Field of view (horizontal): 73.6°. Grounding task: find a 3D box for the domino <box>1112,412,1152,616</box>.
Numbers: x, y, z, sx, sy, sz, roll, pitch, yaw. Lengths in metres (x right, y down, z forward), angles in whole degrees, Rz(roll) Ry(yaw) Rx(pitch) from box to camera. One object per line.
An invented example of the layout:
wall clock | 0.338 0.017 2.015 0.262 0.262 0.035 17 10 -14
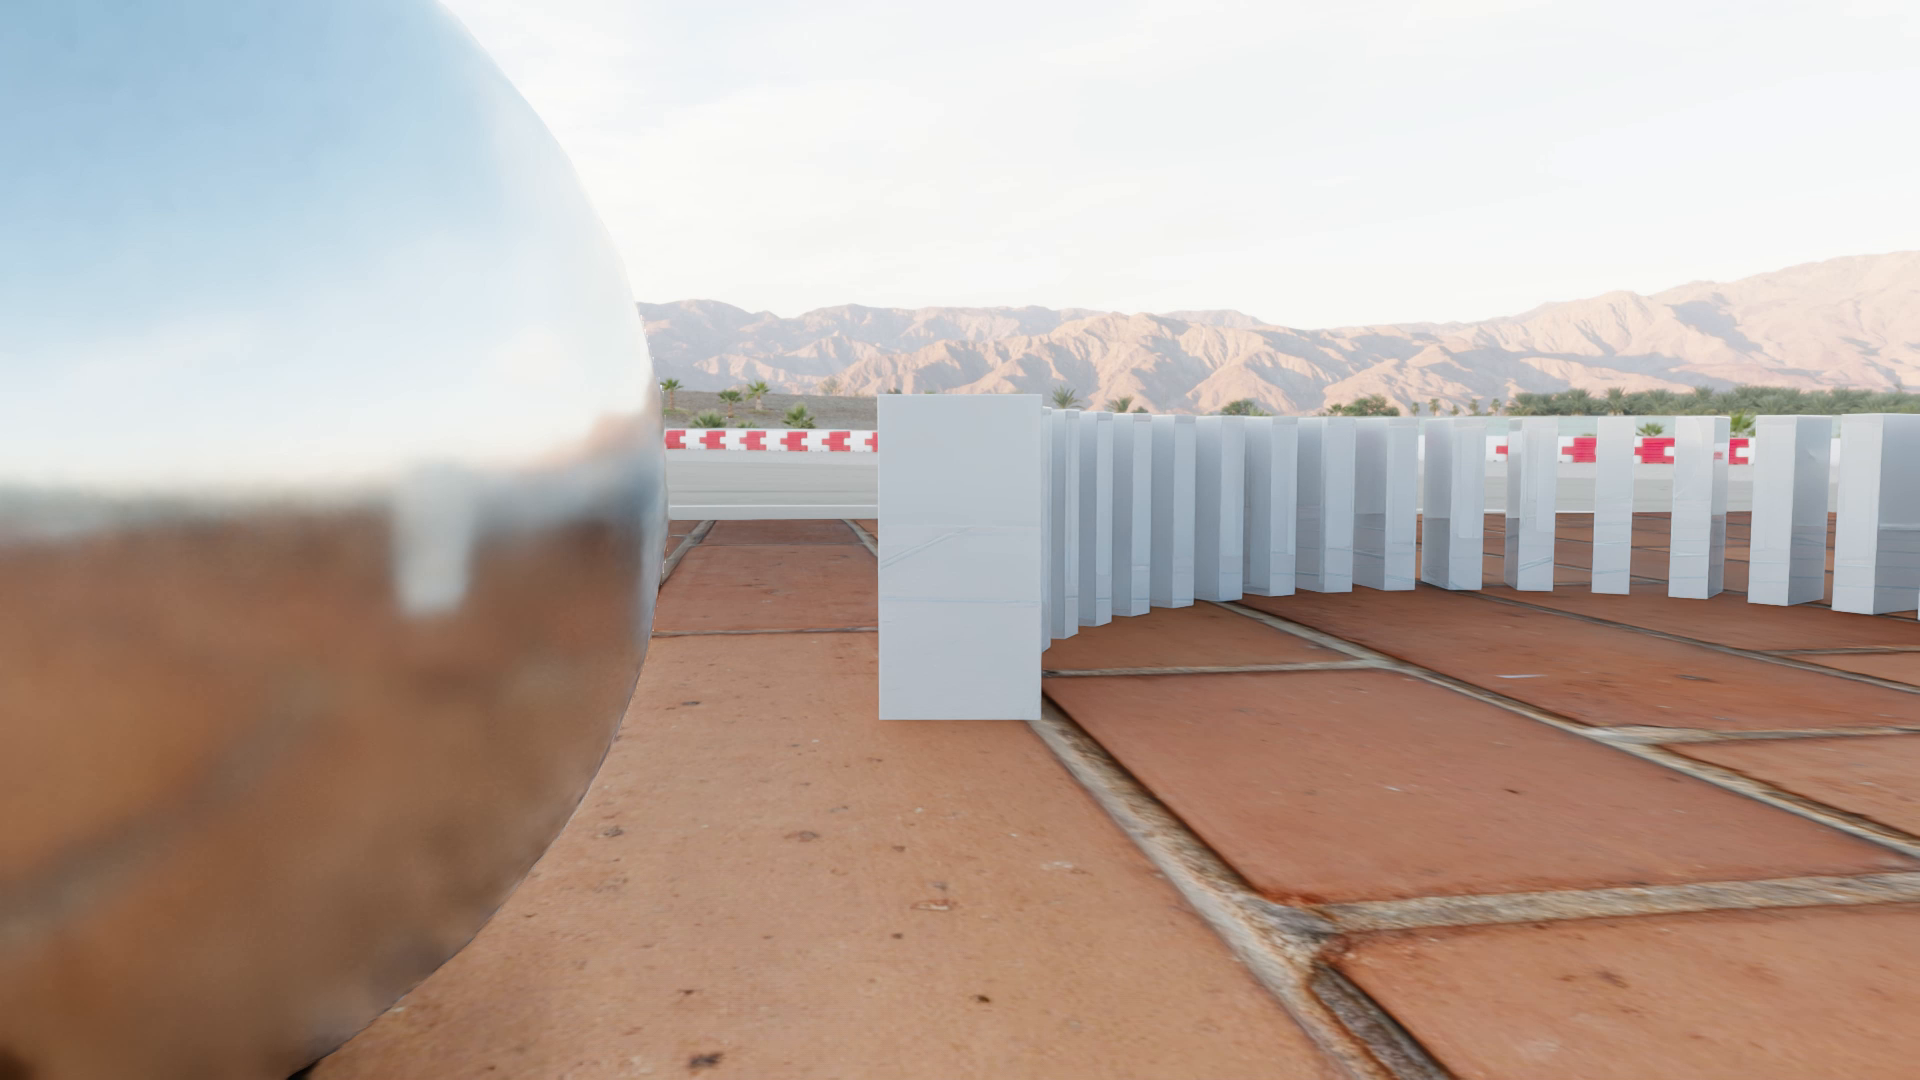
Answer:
domino | 0.035 -0.007 0.325 0.025 0.050 0.010 3 5 36

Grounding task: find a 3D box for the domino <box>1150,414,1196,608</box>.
domino | 0.049 -0.008 0.342 0.025 0.050 0.009 4 6 44

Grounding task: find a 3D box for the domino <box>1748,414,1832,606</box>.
domino | 0.224 -0.008 0.346 0.025 0.050 0.010 -3 5 -38

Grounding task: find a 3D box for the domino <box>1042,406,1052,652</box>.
domino | 0.006 -0.002 0.266 0.025 0.050 0.010 1 4 16

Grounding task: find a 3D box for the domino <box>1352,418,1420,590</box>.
domino | 0.126 -0.011 0.383 0.009 0.050 0.025 -1 4 -9

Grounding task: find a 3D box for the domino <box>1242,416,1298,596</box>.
domino | 0.084 -0.010 0.369 0.009 0.050 0.025 -2 5 -29

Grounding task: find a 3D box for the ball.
ball | -0.059 -0.003 0.078 0.080 0.080 0.080 0 4 0

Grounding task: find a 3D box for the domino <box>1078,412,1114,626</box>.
domino | 0.023 -0.005 0.307 0.025 0.050 0.010 2 5 29

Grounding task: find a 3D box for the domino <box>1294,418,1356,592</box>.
domino | 0.104 -0.011 0.378 0.010 0.050 0.025 -1 5 -19

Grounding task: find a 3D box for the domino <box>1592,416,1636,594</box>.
domino | 0.190 -0.011 0.374 0.009 0.050 0.025 2 5 26

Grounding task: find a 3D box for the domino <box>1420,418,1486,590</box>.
domino | 0.148 -0.011 0.385 0.009 0.050 0.025 0 4 2

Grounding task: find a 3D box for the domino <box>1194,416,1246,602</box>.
domino | 0.066 -0.009 0.357 0.010 0.050 0.025 -3 5 -38

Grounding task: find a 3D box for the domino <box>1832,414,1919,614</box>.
domino | 0.236 -0.007 0.328 0.025 0.050 0.010 -2 5 -28

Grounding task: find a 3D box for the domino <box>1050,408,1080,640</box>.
domino | 0.013 -0.004 0.287 0.025 0.050 0.009 2 5 23

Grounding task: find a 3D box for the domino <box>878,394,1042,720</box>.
domino | 0.000 0.002 0.201 0.025 0.050 0.010 0 4 0

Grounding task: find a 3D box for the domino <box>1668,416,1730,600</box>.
domino | 0.209 -0.010 0.362 0.009 0.050 0.025 3 6 39

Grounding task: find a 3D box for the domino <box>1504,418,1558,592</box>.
domino | 0.170 -0.011 0.382 0.010 0.050 0.025 1 4 15

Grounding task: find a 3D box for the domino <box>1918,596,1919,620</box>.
domino | 0.245 -0.006 0.308 0.025 0.050 0.010 -1 5 -18
